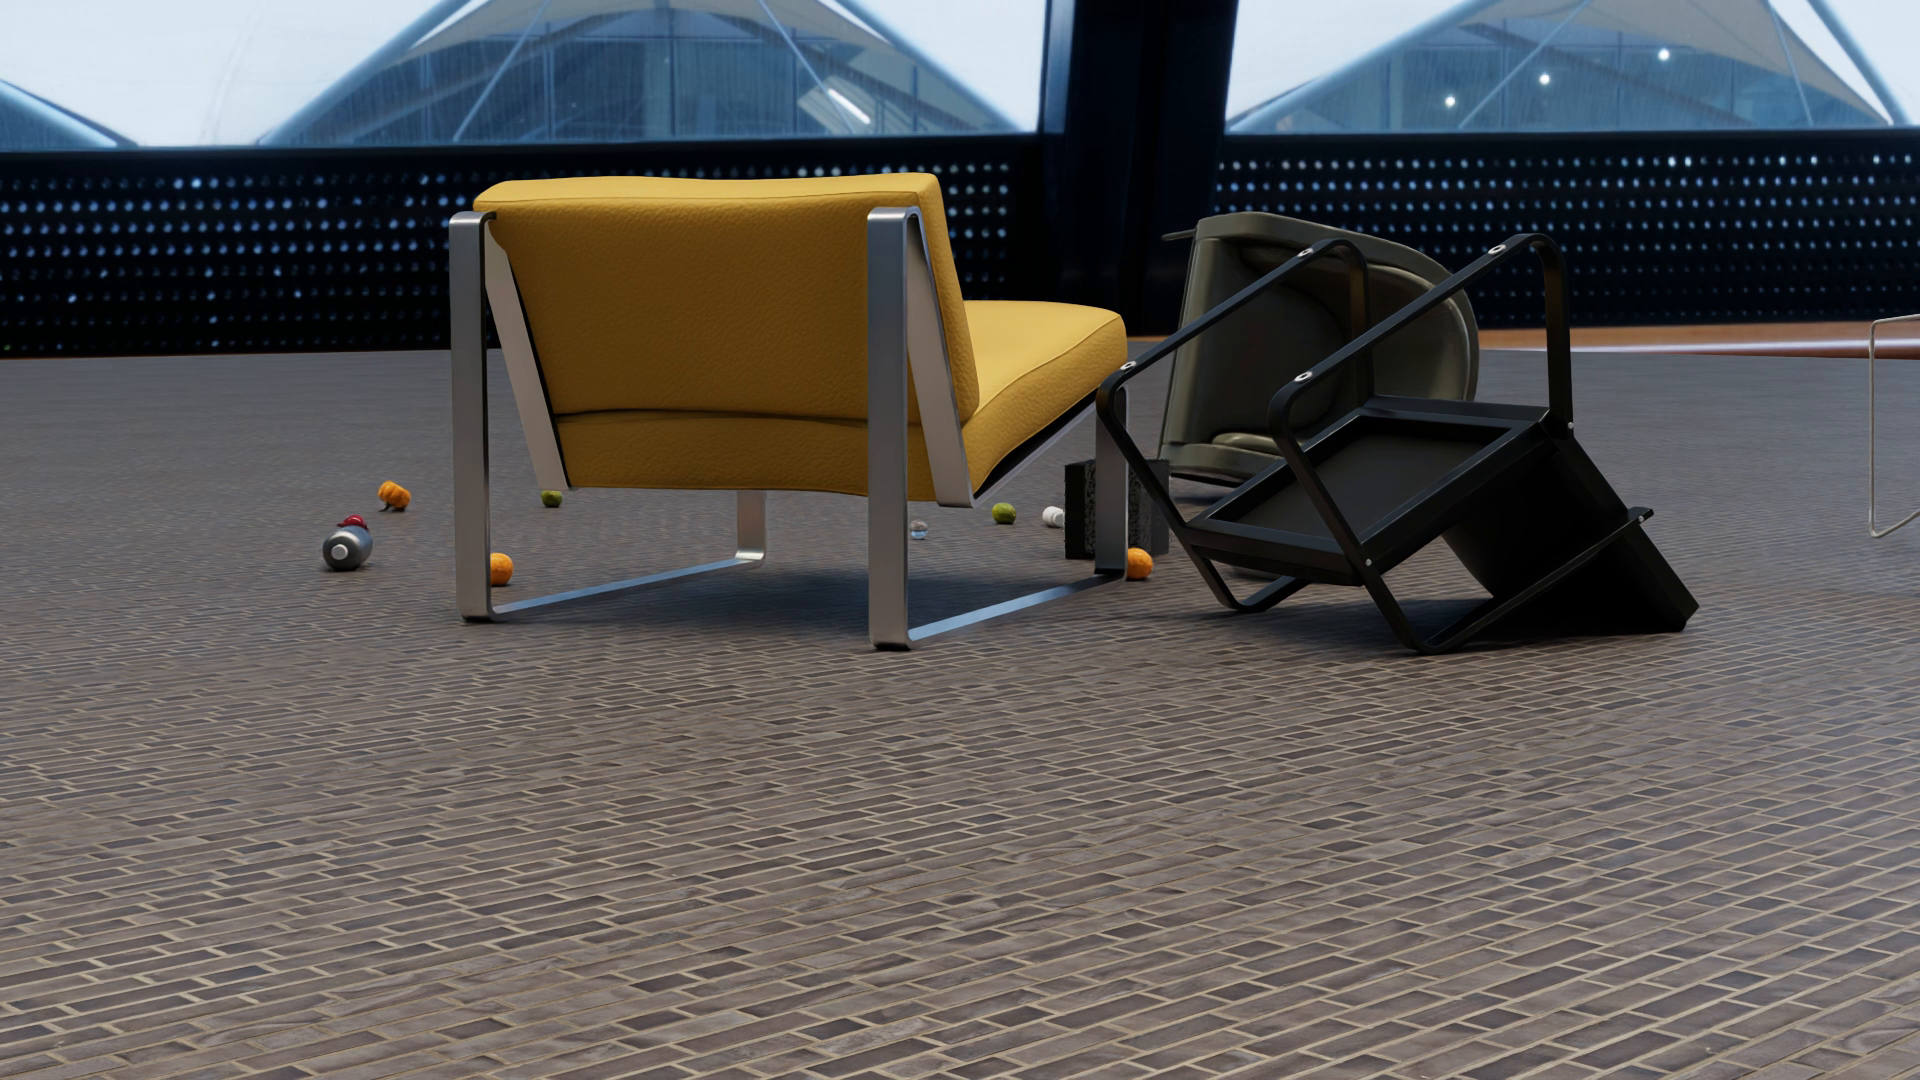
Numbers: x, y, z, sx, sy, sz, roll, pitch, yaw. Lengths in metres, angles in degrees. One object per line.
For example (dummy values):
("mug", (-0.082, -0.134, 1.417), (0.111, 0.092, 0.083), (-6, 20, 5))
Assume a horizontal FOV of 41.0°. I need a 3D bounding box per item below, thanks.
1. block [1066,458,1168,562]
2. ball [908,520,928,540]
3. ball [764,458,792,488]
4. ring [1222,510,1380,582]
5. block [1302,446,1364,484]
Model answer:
("block", (0.371, -0.073, 6.034), (0.180, 0.220, 0.218), (2, 6, 23))
("ball", (-0.104, -0.026, 6.424), (0.050, 0.050, 0.050), (0, 6, 0))
("ball", (-0.568, -0.210, 8.010), (0.092, 0.092, 0.092), (0, 6, 0))
("ring", (0.752, 0.012, 5.653), (0.348, 0.135, 0.345), (-2, 7, -28))
("block", (1.193, -0.240, 8.197), (0.153, 0.112, 0.150), (3, 7, 30))
